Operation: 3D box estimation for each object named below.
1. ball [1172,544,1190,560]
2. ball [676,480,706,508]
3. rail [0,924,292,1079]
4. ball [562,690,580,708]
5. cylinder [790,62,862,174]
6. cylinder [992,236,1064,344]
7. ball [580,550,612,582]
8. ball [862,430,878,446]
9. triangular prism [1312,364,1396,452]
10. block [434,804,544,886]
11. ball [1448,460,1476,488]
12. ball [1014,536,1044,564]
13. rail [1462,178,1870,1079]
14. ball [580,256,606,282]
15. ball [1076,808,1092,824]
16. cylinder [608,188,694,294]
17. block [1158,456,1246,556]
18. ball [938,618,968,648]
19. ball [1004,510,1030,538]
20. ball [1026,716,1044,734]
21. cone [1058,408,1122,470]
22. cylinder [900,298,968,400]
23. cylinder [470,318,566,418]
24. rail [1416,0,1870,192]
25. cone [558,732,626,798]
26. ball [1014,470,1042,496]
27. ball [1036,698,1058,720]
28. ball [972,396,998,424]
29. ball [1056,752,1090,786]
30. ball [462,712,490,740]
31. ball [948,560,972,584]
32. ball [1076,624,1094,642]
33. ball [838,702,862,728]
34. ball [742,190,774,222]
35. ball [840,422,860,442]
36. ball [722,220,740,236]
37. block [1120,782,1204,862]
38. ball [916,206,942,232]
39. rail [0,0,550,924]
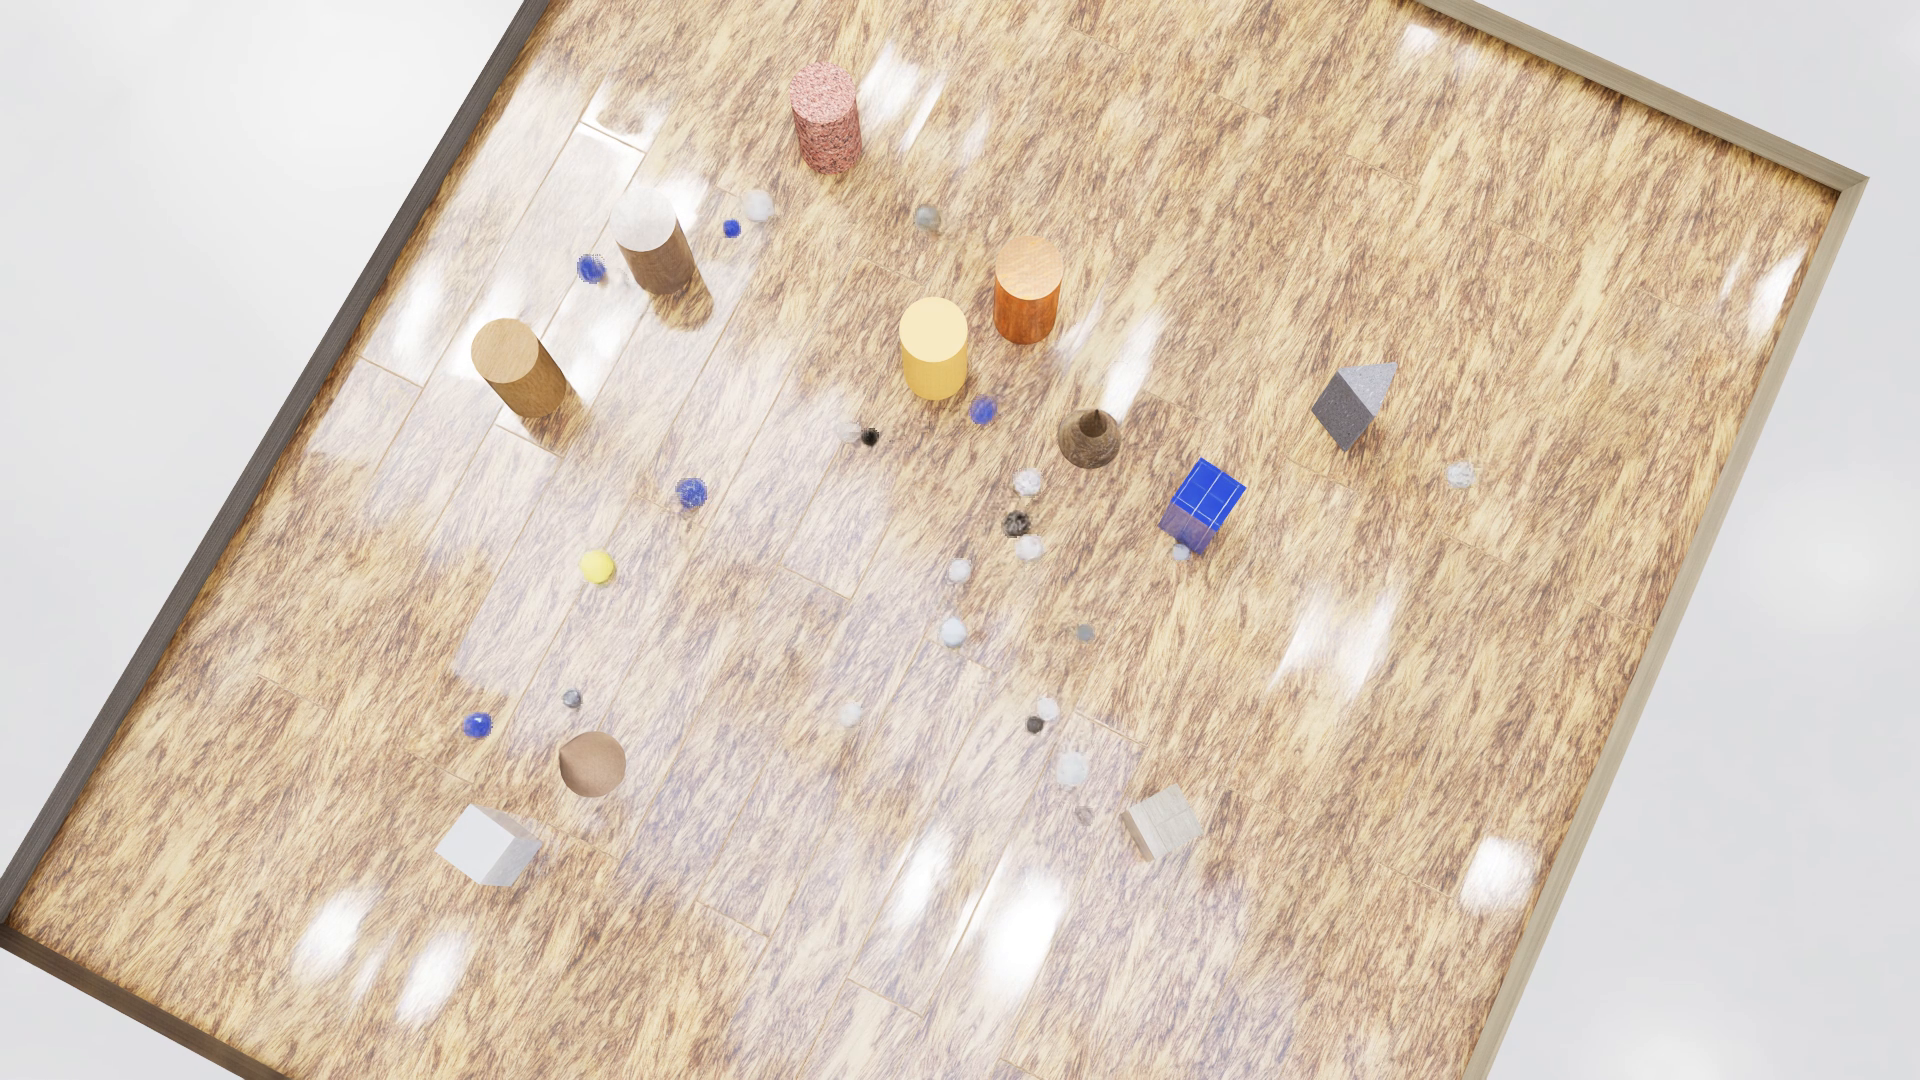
[{"bbox_3d":[0.672,0.037,5.582,0.052,0.052,0.052,0,78,0],"label":"ball"},{"bbox_3d":[-0.822,-0.143,5.602,0.086,0.086,0.086,0,78,0],"label":"ball"},{"bbox_3d":[-1.018,2.000,5.136,4.055,0.129,0.045,26,80,5],"label":"rail"},{"bbox_3d":[-1.163,0.477,5.491,0.053,0.053,0.053,0,78,0],"label":"ball"},{"bbox_3d":[-0.414,-1.304,5.689,0.199,0.386,0.199,0,78,0],"label":"cylinder"},{"bbox_3d":[0.203,-0.752,5.554,0.199,0.428,0.199,0,78,0],"label":"cylinder"},{"bbox_3d":[-1.102,0.080,5.550,0.099,0.099,0.099,0,78,0],"label":"ball"},{"bbox_3d":[-0.280,-0.315,5.657,0.049,0.049,0.049,0,78,0],"label":"ball"},{"bbox_3d":[1.203,-0.425,5.492,0.149,0.416,0.172,-35,80,-7],"label":"triangular prism"},{"bbox_3d":[-1.344,0.878,5.251,0.159,0.360,0.159,35,80,7],"label":"block"},{"bbox_3d":[1.537,-0.200,5.615,0.085,0.085,0.085,0,78,0],"label":"ball"},{"bbox_3d":[0.209,0.029,5.566,0.086,0.086,0.086,0,78,0],"label":"ball"},{"bbox_3d":[1.792,0.884,5.367,0.045,0.129,4.598,26,80,5],"label":"rail"},{"bbox_3d":[-1.154,-0.853,5.752,0.081,0.081,0.081,0,78,0],"label":"ball"},{"bbox_3d":[0.367,0.818,5.422,0.050,0.050,0.050,0,78,0],"label":"ball"},{"bbox_3d":[-0.940,-0.909,5.609,0.199,0.383,0.199,0,78,0],"label":"cylinder"},{"bbox_3d":[0.717,-0.096,5.454,0.159,0.357,0.159,35,80,7],"label":"block"},{"bbox_3d":[-0.022,0.279,5.514,0.088,0.088,0.088,0,78,0],"label":"ball"},{"bbox_3d":[0.174,-0.049,5.586,0.081,0.081,0.081,0,78,0],"label":"ball"},{"bbox_3d":[0.223,0.553,5.476,0.051,0.051,0.051,0,78,0],"label":"ball"},{"bbox_3d":[0.402,-0.350,5.519,0.199,0.333,0.199,0,78,0],"label":"cone"},{"bbox_3d":[-0.077,-0.573,5.532,0.199,0.397,0.199,0,78,0],"label":"cylinder"},{"bbox_3d":[-1.328,-0.514,5.528,0.199,0.382,0.199,0,78,0],"label":"cylinder"},{"bbox_3d":[1.018,-1.986,5.961,4.055,0.129,0.045,26,80,5],"label":"rail"},{"bbox_3d":[-1.097,0.622,5.243,0.199,0.480,0.199,0,78,0],"label":"cone"},{"bbox_3d":[0.208,-0.174,5.610,0.083,0.083,0.083,0,78,0],"label":"ball"},{"bbox_3d":[0.261,0.505,5.479,0.066,0.066,0.066,0,78,0],"label":"ball"},{"bbox_3d":[0.076,-0.401,5.658,0.083,0.083,0.083,0,78,0],"label":"ball"},{"bbox_3d":[0.332,0.677,5.426,0.099,0.099,0.099,0,78,0],"label":"ball"},{"bbox_3d":[-1.442,0.553,5.461,0.081,0.081,0.081,0,78,0],"label":"ball"},{"bbox_3d":[0.000,0.097,5.560,0.073,0.073,0.073,0,78,0],"label":"ball"},{"bbox_3d":[0.377,0.281,5.531,0.054,0.054,0.054,0,78,0],"label":"ball"},{"bbox_3d":[-0.330,0.522,5.472,0.072,0.072,0.072,0,78,0],"label":"ball"},{"bbox_3d":[-0.637,-1.057,5.785,0.099,0.099,0.099,0,78,0],"label":"ball"},{"bbox_3d":[-0.341,-0.331,5.654,0.062,0.062,0.062,0,78,0],"label":"ball"},{"bbox_3d":[-0.724,-0.987,5.794,0.053,0.053,0.053,0,78,0],"label":"ball"},{"bbox_3d":[0.582,0.821,5.308,0.159,0.271,0.159,-28,80,-5],"label":"block"},{"bbox_3d":[-0.099,-1.016,5.785,0.081,0.081,0.081,0,78,0],"label":"ball"},{"bbox_3d":[-1.792,-0.871,5.730,0.045,0.129,4.598,26,80,5],"label":"rail"}]
